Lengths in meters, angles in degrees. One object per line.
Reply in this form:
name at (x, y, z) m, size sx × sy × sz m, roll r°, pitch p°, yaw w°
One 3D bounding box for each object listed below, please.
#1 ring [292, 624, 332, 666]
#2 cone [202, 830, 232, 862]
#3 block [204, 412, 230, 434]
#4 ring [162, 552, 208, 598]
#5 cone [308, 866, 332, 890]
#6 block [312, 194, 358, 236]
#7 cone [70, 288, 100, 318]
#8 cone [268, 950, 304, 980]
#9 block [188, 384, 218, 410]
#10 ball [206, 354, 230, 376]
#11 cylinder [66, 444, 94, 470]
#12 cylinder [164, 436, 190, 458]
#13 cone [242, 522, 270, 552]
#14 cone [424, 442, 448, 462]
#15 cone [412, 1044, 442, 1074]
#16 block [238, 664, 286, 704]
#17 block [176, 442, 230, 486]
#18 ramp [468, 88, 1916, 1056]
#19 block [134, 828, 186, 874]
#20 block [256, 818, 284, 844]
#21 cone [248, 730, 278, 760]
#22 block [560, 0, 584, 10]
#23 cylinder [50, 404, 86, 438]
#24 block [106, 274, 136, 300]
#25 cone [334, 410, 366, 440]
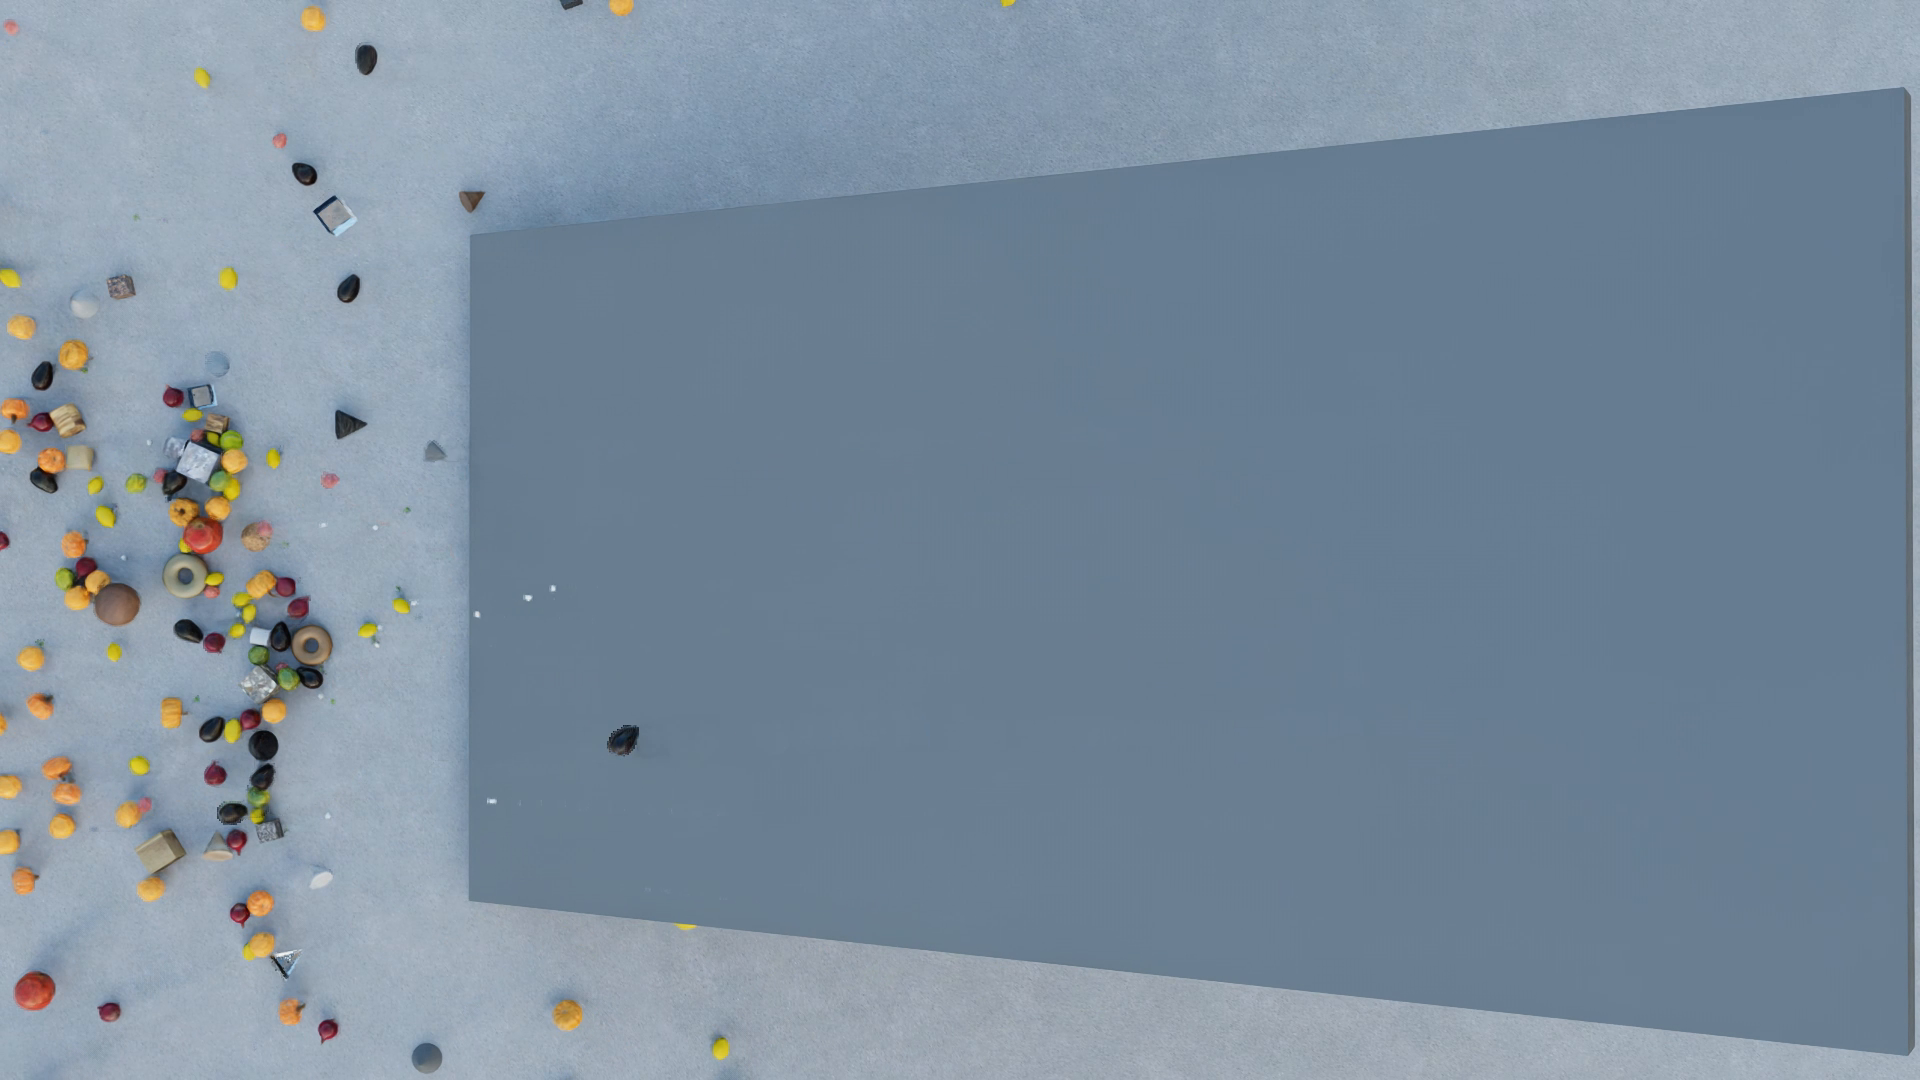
ring at (-1.965, 0.319, 6.666) m, size 0.125 × 0.042 × 0.125 m, roll 0°, pitch 88°, yaw 1°
cone at (-2.252, 0.917, 6.661) m, size 0.087 × 0.087 × 0.087 m, roll -12°, pitch 63°, yaw 0°
block at (-2.251, -0.354, 6.667) m, size 0.051 × 0.051 × 0.051 m, roll 14°, pitch 89°, yaw 0°
ring at (-2.347, 0.109, 6.666) m, size 0.140 × 0.047 × 0.140 m, roll 0°, pitch 90°, yaw -1°
cone at (-1.956, 1.009, 6.664) m, size 0.072 × 0.072 × 0.072 m, roll -47°, pitch 63°, yaw 0°
block at (-1.890, -0.981, 6.658) m, size 0.082 × 0.082 × 0.082 m, roll -36°, pitch 90°, yaw 0°
cone at (-2.667, -0.720, 6.650) m, size 0.092 × 0.092 × 0.092 m, roll 0°, pitch 89°, yaw 0°
cone at (-2.027, 1.268, 6.656) m, size 0.095 × 0.095 × 0.095 m, roll -35°, pitch 90°, yaw -27°
block at (-2.296, -0.434, 6.663) m, size 0.061 × 0.061 × 0.061 m, roll -12°, pitch 89°, yaw 0°
ball at (-2.248, -0.529, 6.659) m, size 0.070 × 0.070 × 0.070 m, roll 0°, pitch 89°, yaw 0°
cylinder at (-2.664, -0.249, 6.656) m, size 0.072 × 0.072 × 0.072 m, roll 5°, pitch 90°, yaw 0°
cylinder at (-2.371, -0.278, 6.661) m, size 0.061 × 0.061 × 0.061 m, roll 11°, pitch 89°, yaw 0°
cone at (-2.142, -0.009, 6.645) m, size 0.089 × 0.089 × 0.089 m, roll 0°, pitch 89°, yaw 0°
cone at (-1.576, -0.259, 6.655) m, size 0.063 × 0.063 × 0.063 m, roll 17°, pitch 89°, yaw 11°
cone at (-1.618, 1.573, 6.628) m, size 0.093 × 0.093 × 0.093 m, roll 0°, pitch 89°, yaw 0°
block at (-2.108, 0.436, 6.643) m, size 0.084 × 0.084 × 0.084 m, roll 45°, pitch 90°, yaw 0°
block at (-2.288, -0.231, 6.643) m, size 0.098 × 0.098 × 0.098 m, roll 24°, pitch 90°, yaw 0°
ramp at (0.265, 0.073, 5.613) m, size 4.000 × 0.100 × 2.000 m, roll 0°, pitch 89°, yaw 31°
block at (-2.412, 0.940, 6.634) m, size 0.092 × 0.092 × 0.092 m, roll -32°, pitch 90°, yaw 0°
block at (-2.089, 0.880, 6.652) m, size 0.058 × 0.058 × 0.058 m, roll -16°, pitch 89°, yaw 0°
cone at (-2.118, 0.624, 6.637) m, size 0.092 × 0.092 × 0.092 m, roll 0°, pitch 89°, yaw 0°
block at (-1.186, -1.654, 6.675) m, size 0.060 × 0.060 × 0.060 m, roll -20°, pitch 89°, yaw 0°
cylinder at (-2.700, -0.361, 6.654) m, size 0.079 × 0.079 × 0.079 m, roll -28°, pitch 90°, yaw 0°
block at (-2.544, -0.766, 6.668) m, size 0.058 × 0.058 × 0.058 m, roll -14°, pitch 89°, yaw 0°
cone at (-1.841, -0.351, 6.672) m, size 0.092 × 0.092 × 0.092 m, roll -3°, pitch 89°, yaw -27°
